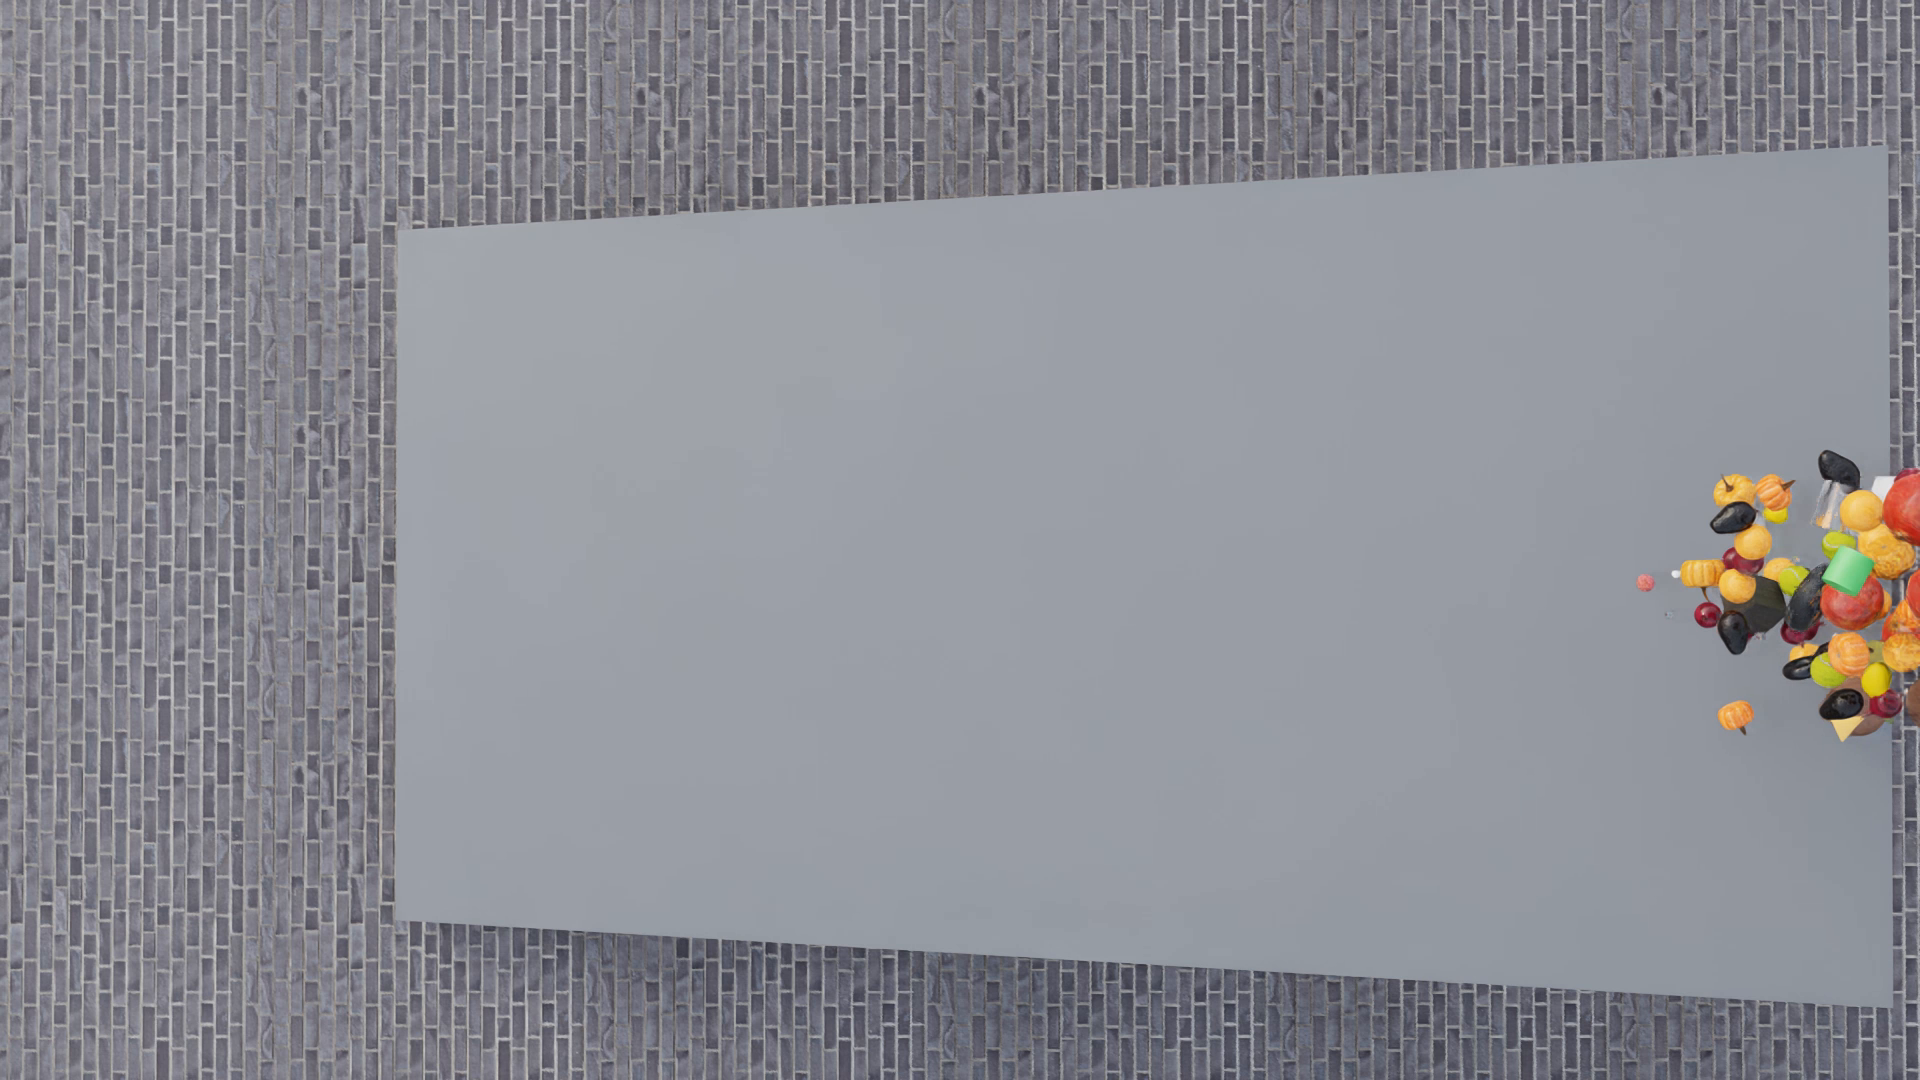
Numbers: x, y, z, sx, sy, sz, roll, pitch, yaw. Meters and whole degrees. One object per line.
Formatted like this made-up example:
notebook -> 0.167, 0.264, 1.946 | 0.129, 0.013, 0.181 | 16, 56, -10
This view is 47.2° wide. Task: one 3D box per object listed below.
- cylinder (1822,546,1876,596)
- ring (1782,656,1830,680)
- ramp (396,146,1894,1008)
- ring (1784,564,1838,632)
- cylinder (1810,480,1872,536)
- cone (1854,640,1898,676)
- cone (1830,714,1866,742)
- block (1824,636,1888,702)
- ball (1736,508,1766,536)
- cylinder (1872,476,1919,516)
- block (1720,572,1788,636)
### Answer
cylinder -> 1.577, 0.055, 3.905 | 0.066, 0.066, 0.066 | 29, 91, 0
ring -> 1.783, 0.269, 4.632 | 0.098, 0.098, 0.033 | -18, 94, 0
ramp -> 0.278, 0.092, 5.782 | 4.000, 0.100, 2.000 | 0, 89, 19
ring -> 1.641, 0.111, 4.228 | 0.049, 0.147, 0.147 | 36, 89, 29
cylinder -> 1.588, -0.058, 3.962 | 0.085, 0.085, 0.085 | 15, 97, 0
cone -> 1.797, 0.213, 4.304 | 0.080, 0.080, 0.080 | 13, 122, 22
cone -> 1.844, 0.378, 4.553 | 0.063, 0.063, 0.063 | -25, 89, 18
block -> 2.055, 0.297, 5.038 | 0.096, 0.096, 0.096 | 47, 116, 12
ball -> 1.651, -0.038, 4.588 | 0.056, 0.056, 0.056 | 0, 89, 0
cylinder -> 1.722, -0.081, 4.044 | 0.069, 0.069, 0.069 | 7, 89, 39
block -> 1.745, 0.141, 4.833 | 0.089, 0.089, 0.089 | 16, 47, -18
